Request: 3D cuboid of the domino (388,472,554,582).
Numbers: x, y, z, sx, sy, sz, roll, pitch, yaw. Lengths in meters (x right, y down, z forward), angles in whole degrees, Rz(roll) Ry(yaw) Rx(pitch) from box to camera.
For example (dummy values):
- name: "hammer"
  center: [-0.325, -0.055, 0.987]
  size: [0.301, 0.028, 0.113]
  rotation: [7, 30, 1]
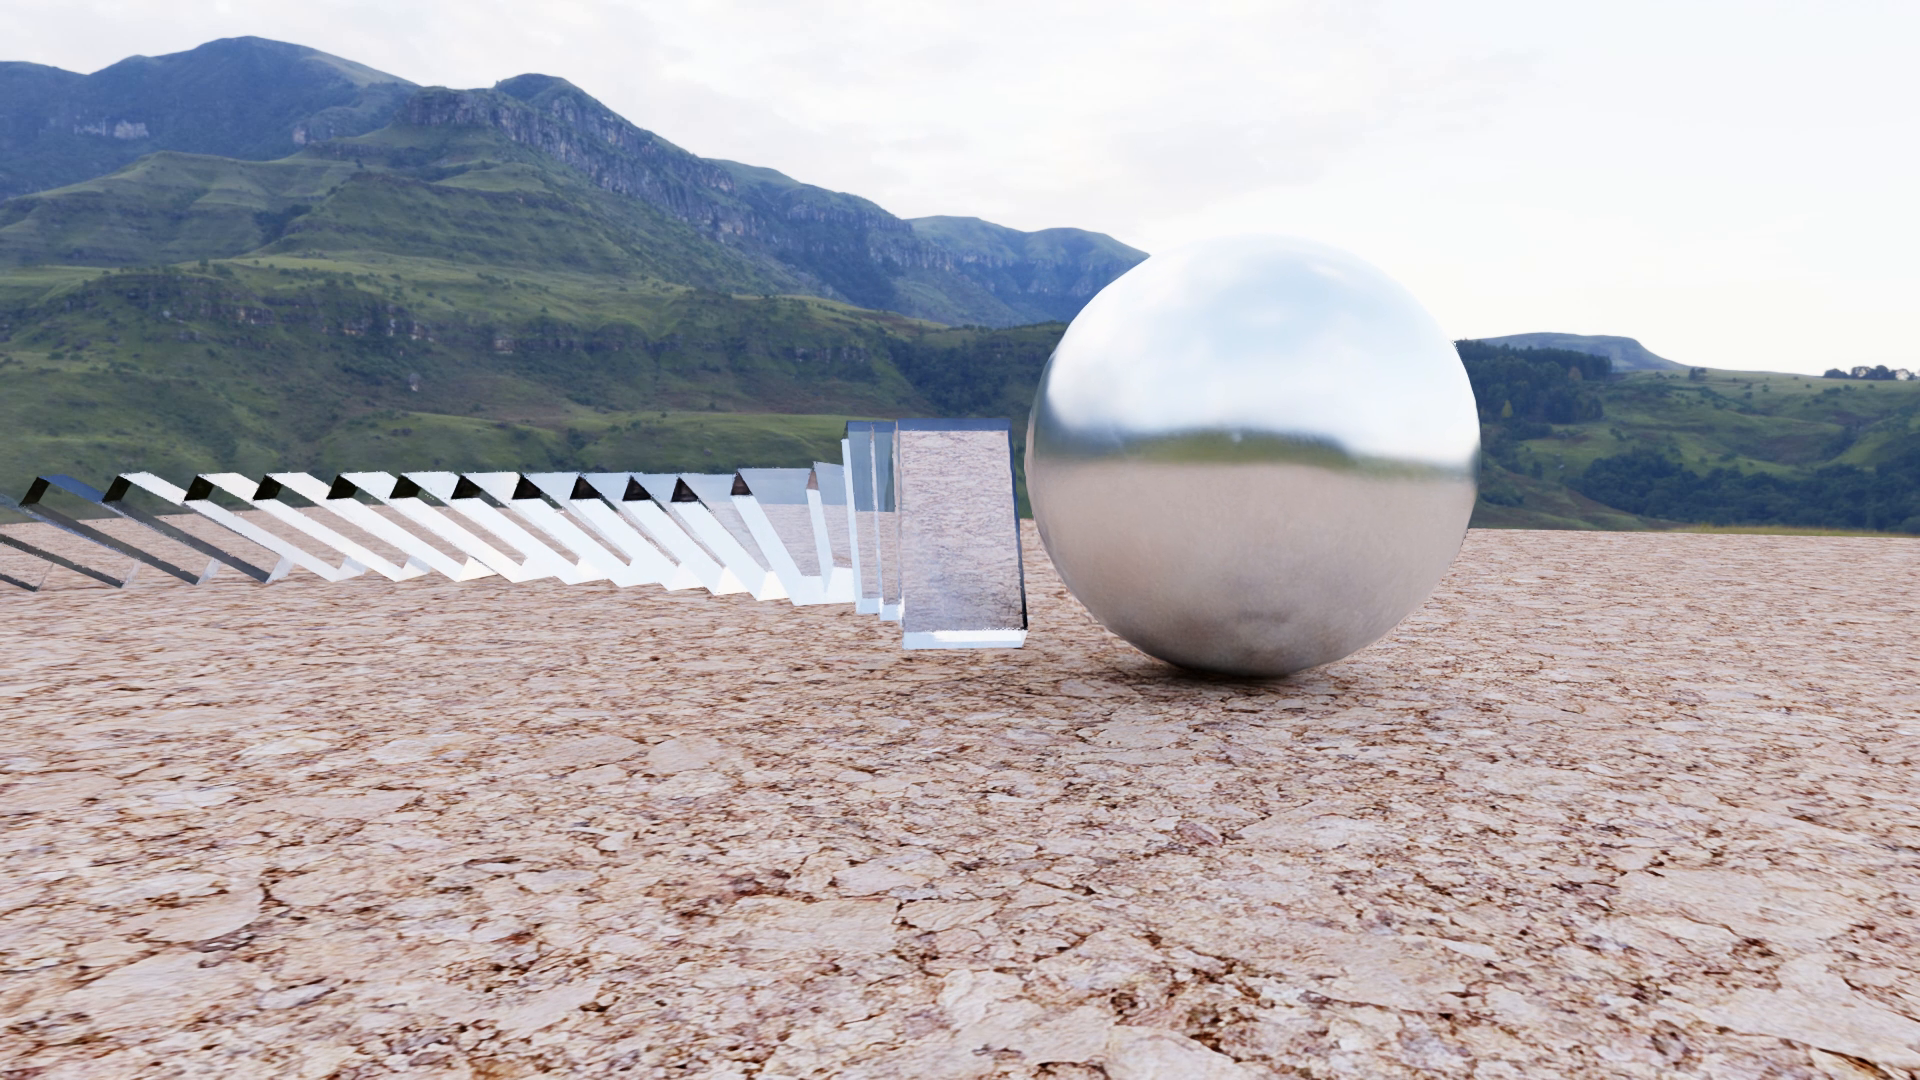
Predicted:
- name: "domino"
  center: [-0.153, -0.005, 0.408]
  size: [0.050, 0.009, 0.025]
  rotation: [32, 11, 9]

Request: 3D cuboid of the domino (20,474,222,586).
- name: "domino"
  center: [-0.252, -0.003, 0.389]
  size: [0.050, 0.009, 0.025]
  rotation: [30, -6, -19]

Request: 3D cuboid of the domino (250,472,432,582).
- name: "domino"
  center: [-0.194, -0.005, 0.407]
  size: [0.050, 0.009, 0.025]
  rotation: [30, 3, -3]

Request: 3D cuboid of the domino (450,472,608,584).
- name: "domino"
  center: [-0.133, -0.004, 0.405]
  size: [0.050, 0.009, 0.025]
  rotation: [33, 14, 15]

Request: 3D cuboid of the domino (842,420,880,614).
- name: "domino"
  center: [-0.015, -0.006, 0.329]
  size: [0.025, 0.050, 0.009]
  rotation: [0, -26, -14]

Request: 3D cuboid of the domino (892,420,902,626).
- name: "domino"
  center: [-0.003, -0.004, 0.307]
  size: [0.025, 0.050, 0.010]
  rotation: [0, -26, -6]

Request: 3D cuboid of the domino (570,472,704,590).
- name: "domino"
  center: [-0.093, -0.004, 0.392]
  size: [0.050, 0.009, 0.025]
  rotation: [37, 23, 26]

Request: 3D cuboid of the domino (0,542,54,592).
- name: "domino"
  center: [-0.288, -0.001, 0.365]
  size: [0.050, 0.009, 0.025]
  rotation: [30, -12, -30]

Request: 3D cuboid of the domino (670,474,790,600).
- name: "domino"
  center: [-0.060, -0.002, 0.370]
  size: [0.025, 0.009, 0.050]
  rotation: [-4, 36, -44]

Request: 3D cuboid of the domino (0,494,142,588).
- name: "domino"
  center: [-0.270, -0.002, 0.378]
  size: [0.050, 0.009, 0.025]
  rotation: [29, -9, -25]

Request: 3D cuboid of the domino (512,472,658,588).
- name: "domino"
  center: [-0.113, -0.004, 0.400]
  size: [0.050, 0.009, 0.025]
  rotation: [34, 18, 21]

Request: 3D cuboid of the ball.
- name: "ball"
  center: [0.052, -0.015, 0.233]
  size: [0.080, 0.080, 0.080]
  rotation: [0, 4, 0]

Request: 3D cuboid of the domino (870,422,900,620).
- name: "domino"
  center: [-0.008, -0.005, 0.318]
  size: [0.025, 0.050, 0.009]
  rotation: [-1, -26, -9]

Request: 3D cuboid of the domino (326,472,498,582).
- name: "domino"
  center: [-0.173, -0.005, 0.410]
  size: [0.050, 0.009, 0.025]
  rotation: [31, 8, 5]

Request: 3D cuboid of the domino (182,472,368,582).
- name: "domino"
  center: [-0.213, -0.004, 0.405]
  size: [0.050, 0.009, 0.025]
  rotation: [30, 2, -6]

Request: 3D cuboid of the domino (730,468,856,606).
- name: "domino"
  center: [-0.043, -0.002, 0.357]
  size: [0.025, 0.010, 0.050]
  rotation: [-2, 38, -33]

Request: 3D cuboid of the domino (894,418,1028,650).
- name: "domino"
  center: [0.000, -0.002, 0.274]
  size: [0.025, 0.050, 0.009]
  rotation: [0, -26, -6]

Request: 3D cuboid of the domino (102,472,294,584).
- name: "domino"
  center: [-0.233, -0.004, 0.397]
  size: [0.050, 0.009, 0.025]
  rotation: [30, -3, -14]

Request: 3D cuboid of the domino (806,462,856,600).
- name: "domino"
  center: [-0.026, -0.002, 0.349]
  size: [0.025, 0.009, 0.050]
  rotation: [7, 33, -19]

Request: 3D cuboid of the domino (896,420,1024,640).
- name: "domino"
  center: [-0.001, -0.003, 0.285]
  size: [0.025, 0.050, 0.009]
  rotation: [0, -26, -6]

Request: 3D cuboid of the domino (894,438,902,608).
- name: "domino"
  center: [-0.002, -0.004, 0.296]
  size: [0.025, 0.050, 0.010]
  rotation: [0, -26, -6]

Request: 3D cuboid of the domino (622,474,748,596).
- name: "domino"
  center: [-0.076, -0.003, 0.382]
  size: [0.050, 0.010, 0.025]
  rotation: [39, 27, 31]
